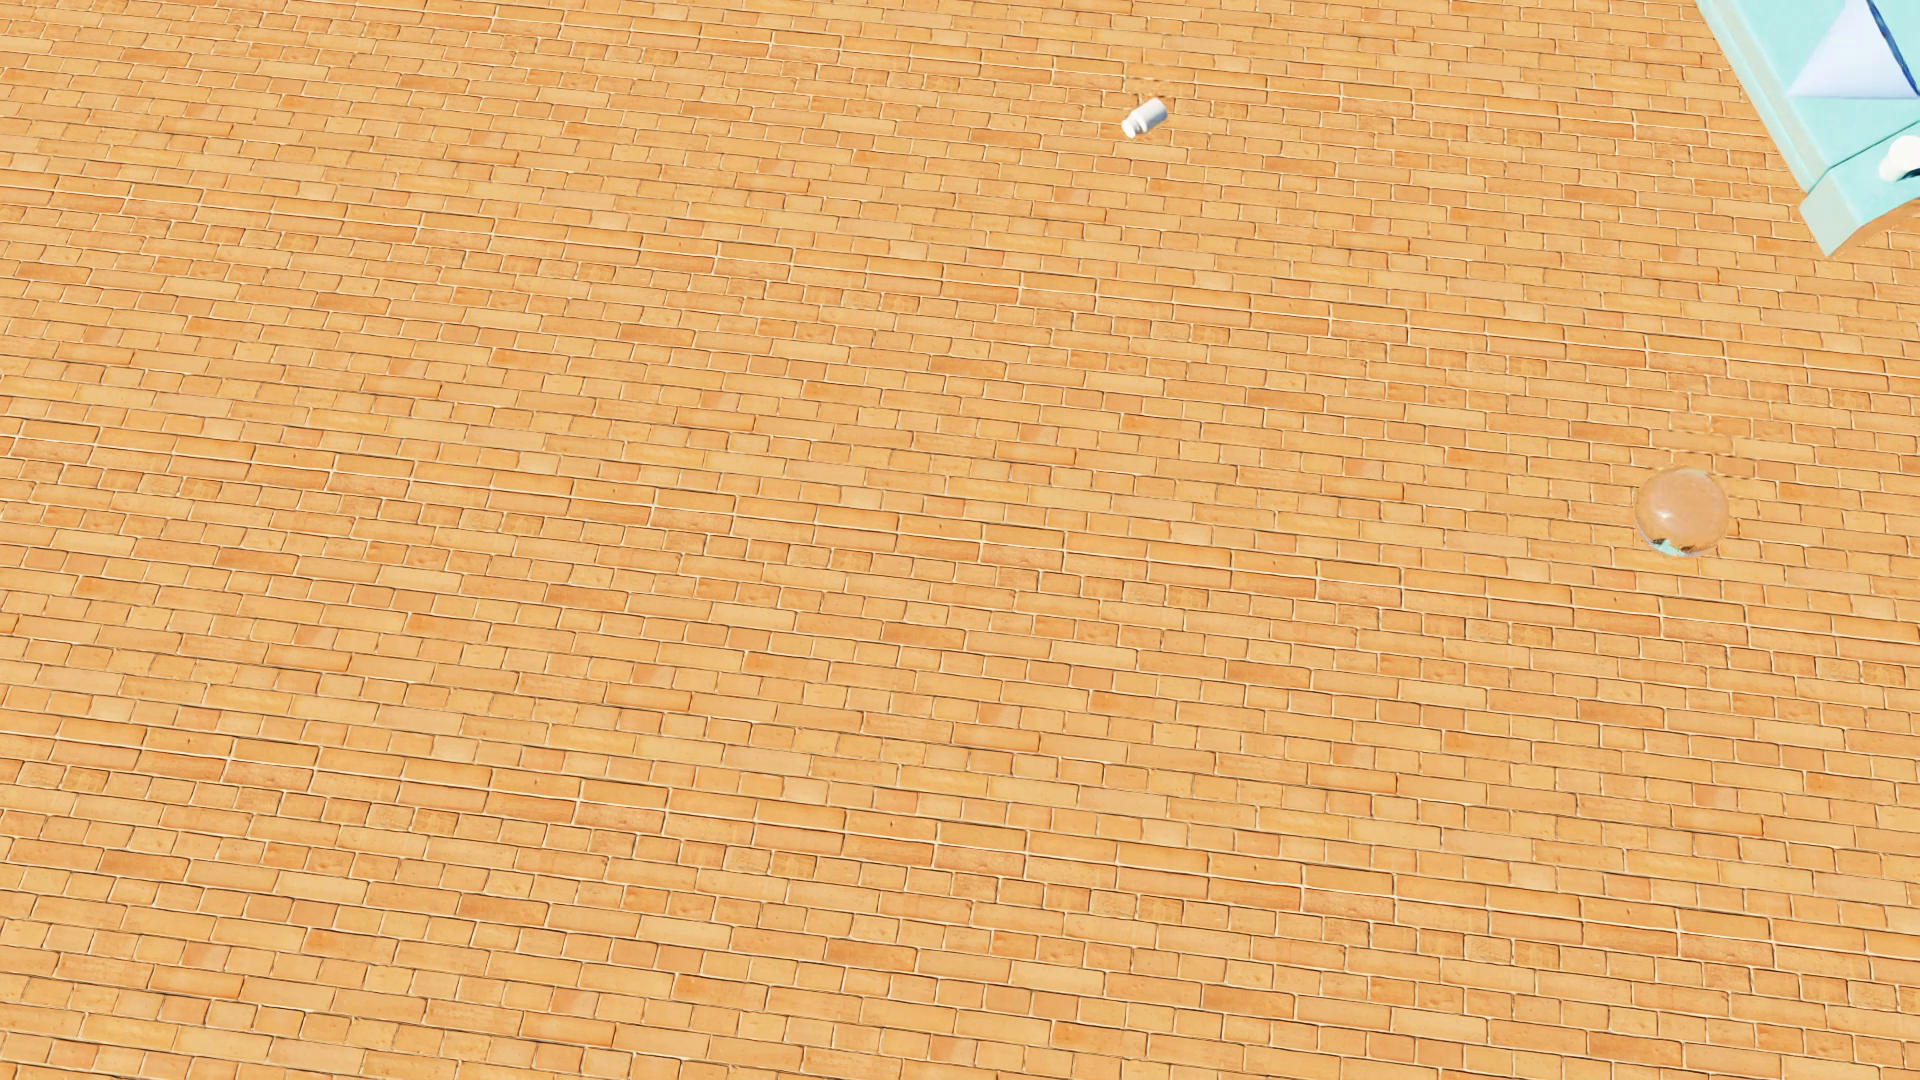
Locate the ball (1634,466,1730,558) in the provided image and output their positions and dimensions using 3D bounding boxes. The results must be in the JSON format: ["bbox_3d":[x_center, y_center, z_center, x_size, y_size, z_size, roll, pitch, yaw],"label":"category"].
[{"bbox_3d":[0.930,-0.036,2.832,0.118,0.118,0.118,0,56,0],"label":"ball"}]

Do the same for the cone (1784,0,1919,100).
[{"bbox_3d":[1.148,-0.616,2.881,0.145,0.187,0.168,-28,56,29],"label":"cone"}]
